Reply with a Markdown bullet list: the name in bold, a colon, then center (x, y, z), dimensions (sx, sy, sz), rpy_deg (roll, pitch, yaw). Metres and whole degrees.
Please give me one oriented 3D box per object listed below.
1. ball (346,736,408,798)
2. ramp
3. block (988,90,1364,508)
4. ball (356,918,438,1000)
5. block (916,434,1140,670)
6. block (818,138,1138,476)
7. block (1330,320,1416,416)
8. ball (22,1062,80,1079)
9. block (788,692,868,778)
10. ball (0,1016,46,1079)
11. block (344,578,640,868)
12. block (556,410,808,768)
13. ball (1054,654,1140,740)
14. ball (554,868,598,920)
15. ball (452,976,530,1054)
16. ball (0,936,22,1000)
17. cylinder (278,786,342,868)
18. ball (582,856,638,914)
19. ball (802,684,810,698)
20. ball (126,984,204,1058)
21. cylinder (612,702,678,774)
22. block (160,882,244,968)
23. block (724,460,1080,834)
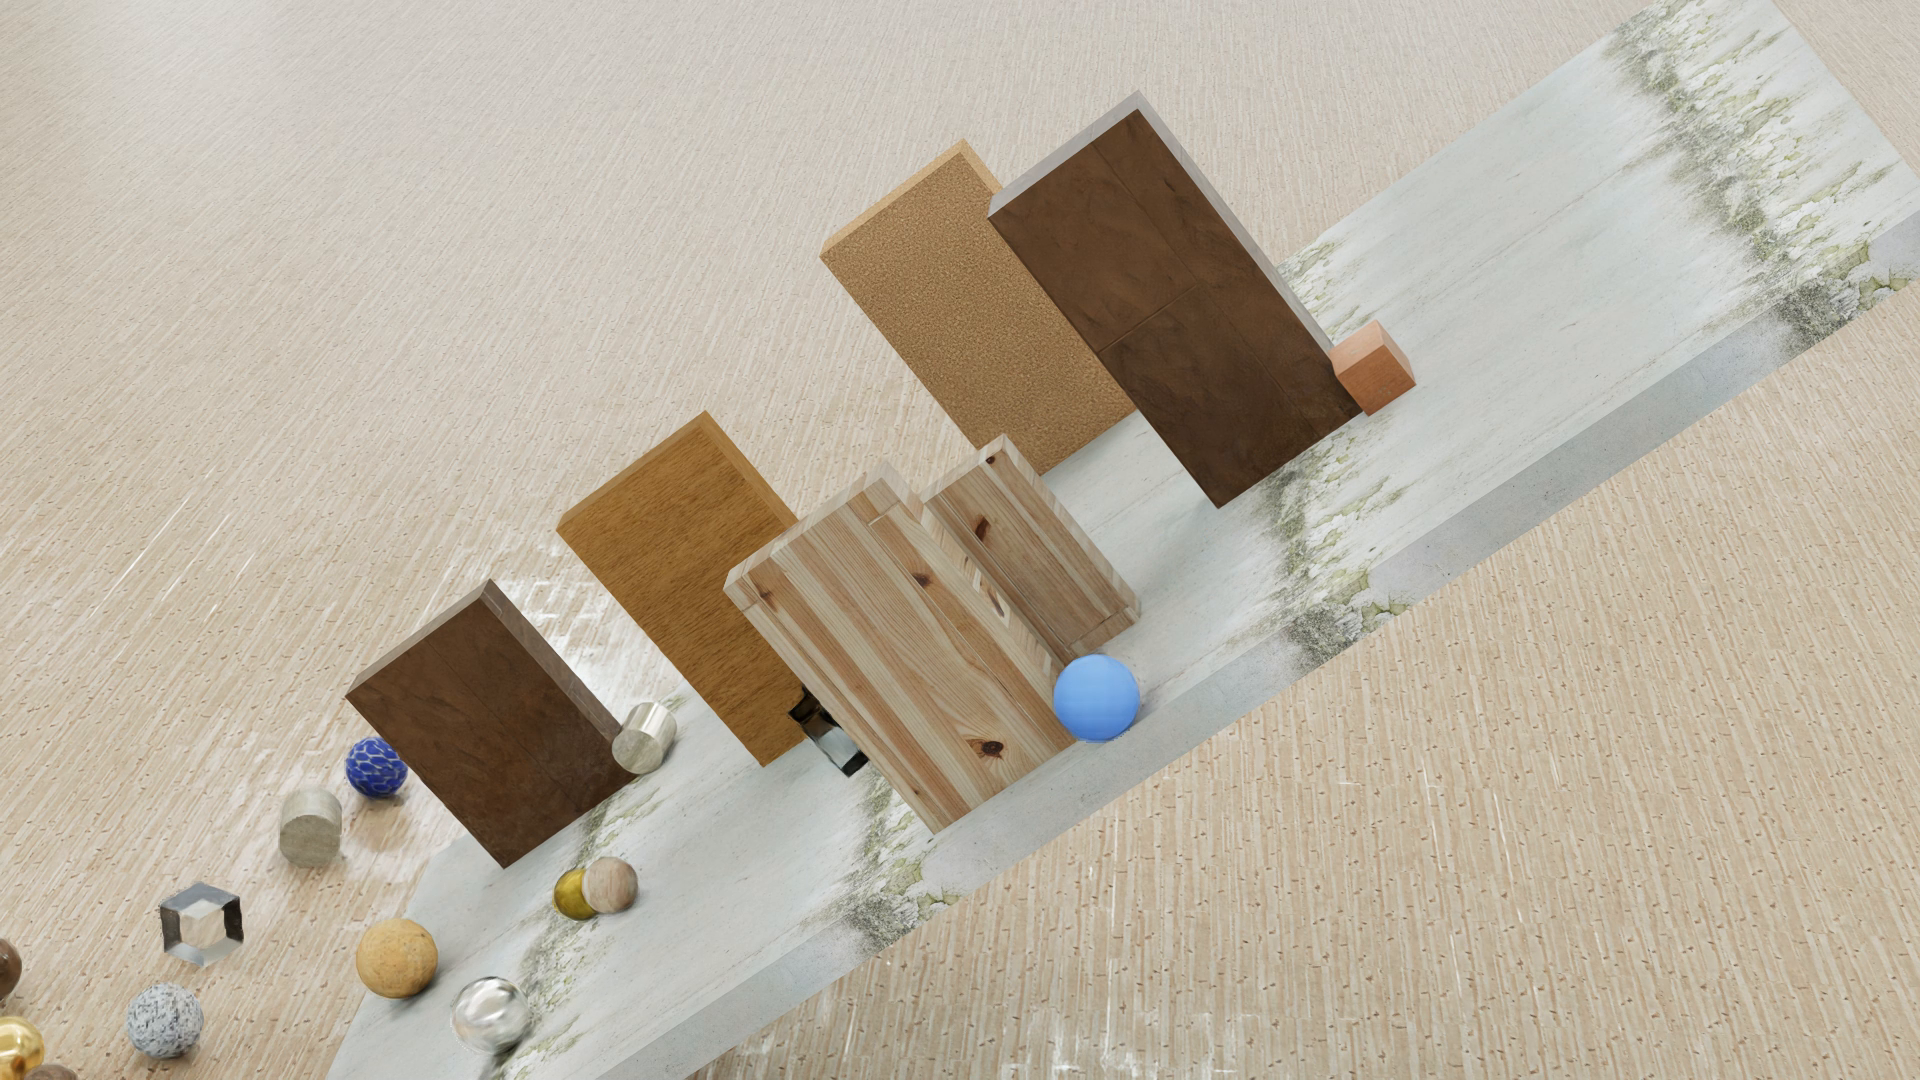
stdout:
- **ball**: center (-1.642, 0.638, 8.282), dimensions (0.175, 0.175, 0.175), rpy_deg (0, 23, 0)
- **ramp**: center (0.126, 0.181, 6.328), dimensions (4.000, 0.100, 2.000), rpy_deg (-35, 16, 17)
- **block**: center (0.433, -0.470, 5.824), dimensions (0.364, 0.759, 0.146), rpy_deg (-35, 16, 17)
- **ball**: center (-1.319, 0.980, 6.890), dimensions (0.189, 0.189, 0.189), rpy_deg (0, 23, 0)
- **block**: center (0.114, 0.046, 5.720), dimensions (0.264, 0.441, 0.086), rpy_deg (-35, 16, 17)
- **block**: center (0.067, -0.513, 6.833), dimensions (0.412, 0.732, 0.122), rpy_deg (-35, 16, 17)
- **block**: center (0.810, -0.338, 5.772), dimensions (0.113, 0.113, 0.113), rpy_deg (-35, 24, 18)
- **ball**: center (-2.104, 1.283, 6.798), dimensions (0.147, 0.147, 0.147), rpy_deg (0, 23, 0)
- **block**: center (-0.241, 0.379, 6.151), dimensions (0.151, 0.151, 0.151), rpy_deg (-42, 16, -7)
- **ball**: center (-2.249, 1.209, 6.940), dimensions (0.173, 0.173, 0.173), rpy_deg (0, 23, 0)
- **block**: center (-1.129, 0.452, 7.172), dimensions (0.443, 0.588, 0.117), rpy_deg (-35, 16, 17)
- **block**: center (-0.491, 0.113, 6.421), dimensions (0.408, 0.710, 0.092), rpy_deg (-35, 16, 17)
- **ball**: center (0.245, 0.283, 5.294), dimensions (0.155, 0.155, 0.155), rpy_deg (0, 23, 0)
- **ball**: center (-0.836, 0.779, 6.474), dimensions (0.116, 0.116, 0.116), rpy_deg (0, 23, 0)
- **ball**: center (-0.979, 0.991, 6.134), dimensions (0.160, 0.160, 0.160), rpy_deg (0, 23, 0)
- **ball**: center (-2.414, 1.062, 7.291), dimensions (0.169, 0.169, 0.169), rpy_deg (0, 23, 0)
- **cylinder**: center (-1.759, 0.778, 7.971), dimensions (0.162, 0.162, 0.162), rpy_deg (-4, 23, -9)
- **ball**: center (-0.758, 0.748, 6.368), dimensions (0.123, 0.123, 0.123), rpy_deg (0, 23, 0)
- **ball**: center (-0.247, 0.304, 6.315), dimensions (0.185, 0.185, 0.185), rpy_deg (0, 23, 0)
- **ball**: center (-1.908, 1.154, 7.059), dimensions (0.180, 0.180, 0.180), rpy_deg (0, 23, 0)
- **cylinder**: center (-0.763, 0.480, 7.117), dimensions (0.127, 0.127, 0.127), rpy_deg (4, 29, 10)
- **block**: center (-1.937, 0.982, 7.516), dimensions (0.140, 0.140, 0.140), rpy_deg (14, 27, 29)
- **block**: center (-0.090, 0.203, 5.412), dimensions (0.372, 0.623, 0.089), rpy_deg (-35, 16, 17)
